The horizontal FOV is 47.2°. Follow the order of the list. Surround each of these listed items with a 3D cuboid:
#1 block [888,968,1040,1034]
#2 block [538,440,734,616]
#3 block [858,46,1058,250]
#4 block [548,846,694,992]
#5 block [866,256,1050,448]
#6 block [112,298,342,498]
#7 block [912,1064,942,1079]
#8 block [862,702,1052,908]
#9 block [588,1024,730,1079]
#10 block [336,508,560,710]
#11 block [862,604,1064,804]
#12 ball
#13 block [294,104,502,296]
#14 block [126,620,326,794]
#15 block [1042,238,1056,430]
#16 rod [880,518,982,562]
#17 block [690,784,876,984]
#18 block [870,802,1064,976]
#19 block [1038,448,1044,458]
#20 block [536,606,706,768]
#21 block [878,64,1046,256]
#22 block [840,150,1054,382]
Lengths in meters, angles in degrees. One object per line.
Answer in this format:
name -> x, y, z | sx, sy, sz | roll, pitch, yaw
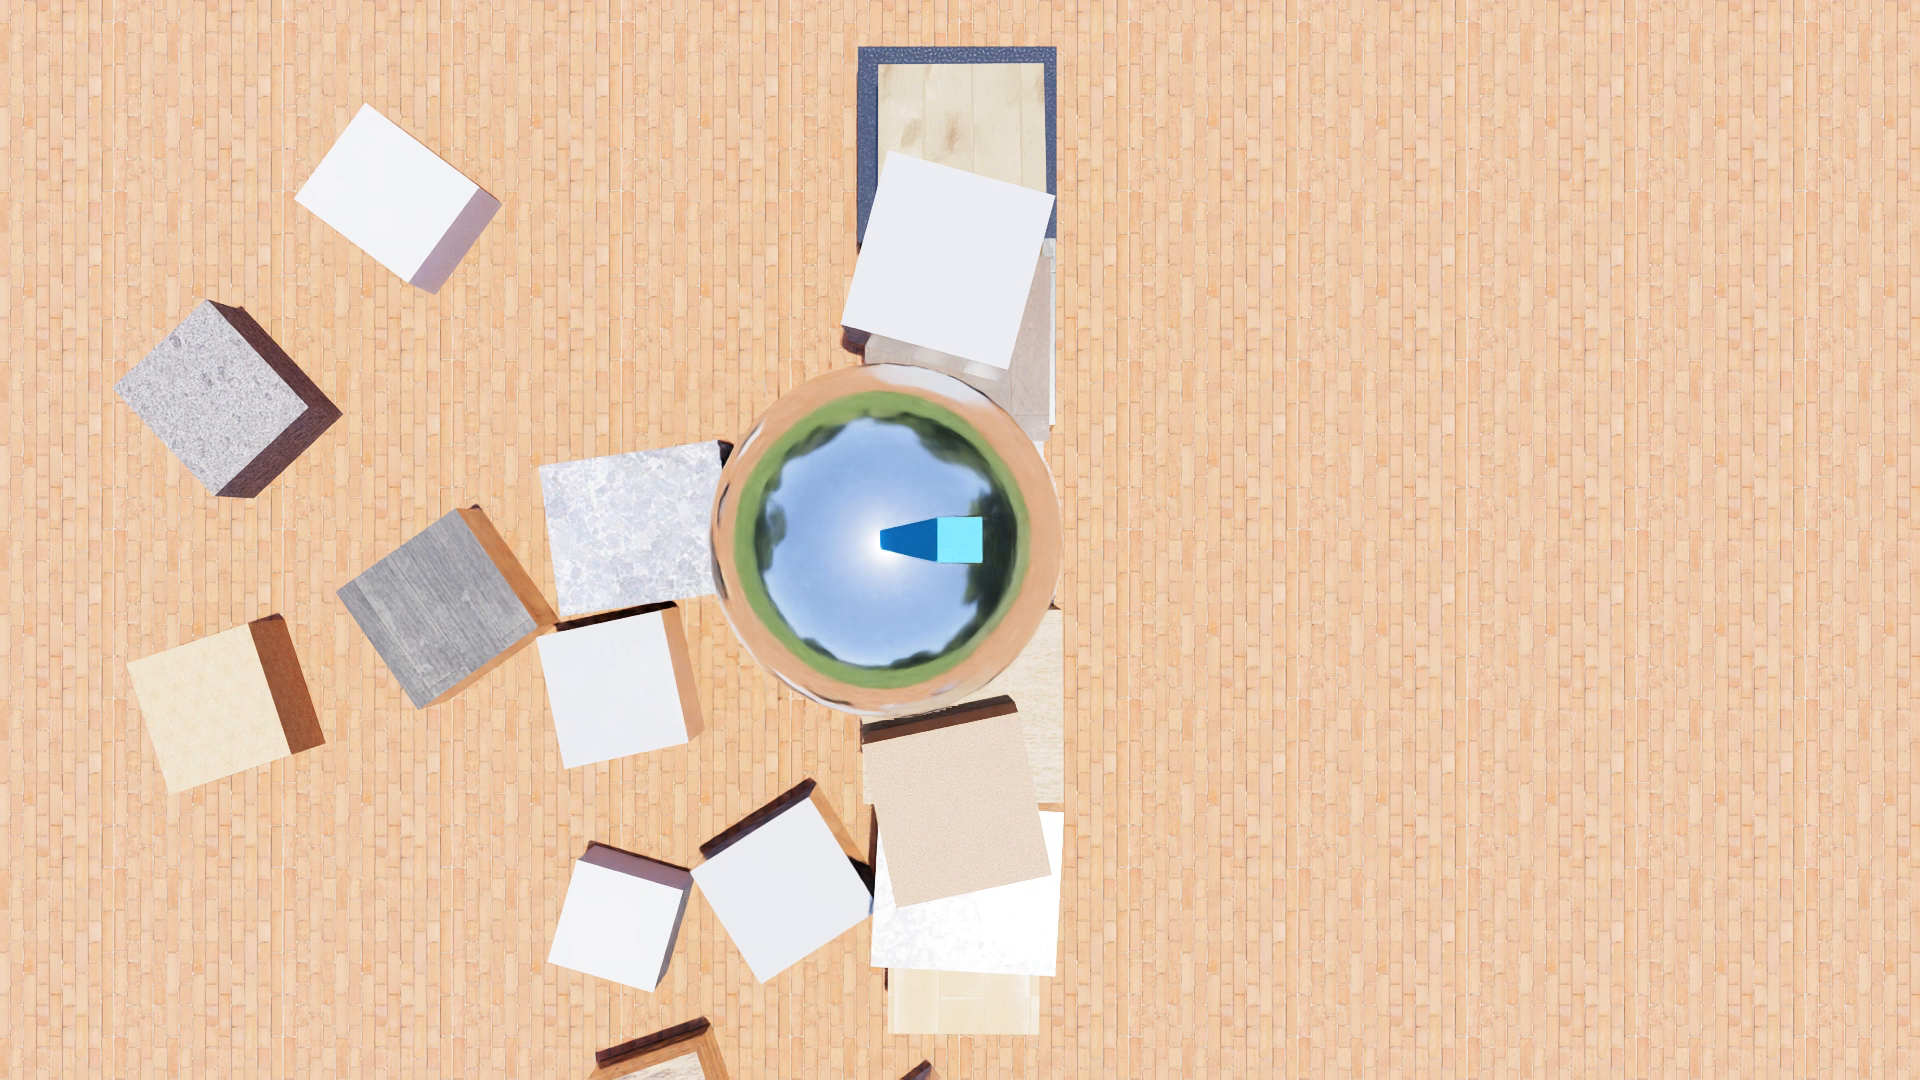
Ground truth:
block -> 0.022, 2.310, 12.533 | 0.830, 0.935, 0.800 | 0, 90, 0
block -> -1.761, -0.065, 12.535 | 0.994, 0.931, 0.835 | -8, 90, 0
block -> -0.014, -2.178, 12.542 | 1.094, 0.916, 1.072 | 0, 90, 0
block -> -1.944, 2.177, 12.698 | 0.621, 0.605, 0.598 | 16, 90, 0
block -> -0.012, -0.960, 11.458 | 0.927, 0.881, 0.925 | 0, 90, 0
block -> -4.195, -0.797, 12.651 | 0.727, 0.698, 0.832 | -43, 90, 0
block -> -0.235, 3.529, 12.713 | 0.624, 0.574, 0.602 | -37, 90, 0
block -> -0.014, 1.296, 10.887 | 0.768, 0.692, 0.800 | -12, 90, 0
block -> -1.673, 3.335, 12.635 | 0.688, 0.730, 0.782 | -19, 90, 0
block -> -2.926, 0.387, 12.647 | 0.818, 0.707, 0.810 | -35, 90, 0
block -> 0.014, 0.853, 11.732 | 1.024, 0.996, 0.984 | 0, 90, 0
ball -> -0.335, 0.000, 9.915 | 1.600, 1.600, 1.600 | 0, 90, 0
block -> -3.221, -1.951, 12.678 | 0.794, 0.645, 0.671 | 37, 90, 0
block -> -4.210, 0.948, 12.661 | 0.715, 0.678, 0.776 | -18, 90, 0
block -> 0.015, -1.129, 12.449 | 1.012, 1.101, 1.007 | 0, 90, 0
rod -> -0.145, 0.000, 6.521 | 0.080, 5.200, 0.080 | 0, 90, -3
block -> -0.980, 1.961, 12.650 | 0.787, 0.701, 0.743 | -32, 90, 0
block -> 0.037, 1.806, 11.661 | 0.943, 0.816, 0.833 | 3, 87, 0
block -> 0.011, -0.132, 12.601 | 0.898, 0.797, 0.957 | 0, 90, 0
block -> -1.928, 0.831, 12.599 | 0.704, 0.801, 0.748 | -12, 90, 0
block -> 0.009, -1.990, 11.618 | 0.855, 0.742, 0.762 | 0, 73, 0
block -> -0.056, -1.290, 10.571 | 0.798, 0.893, 0.830 | 15, 90, 0
